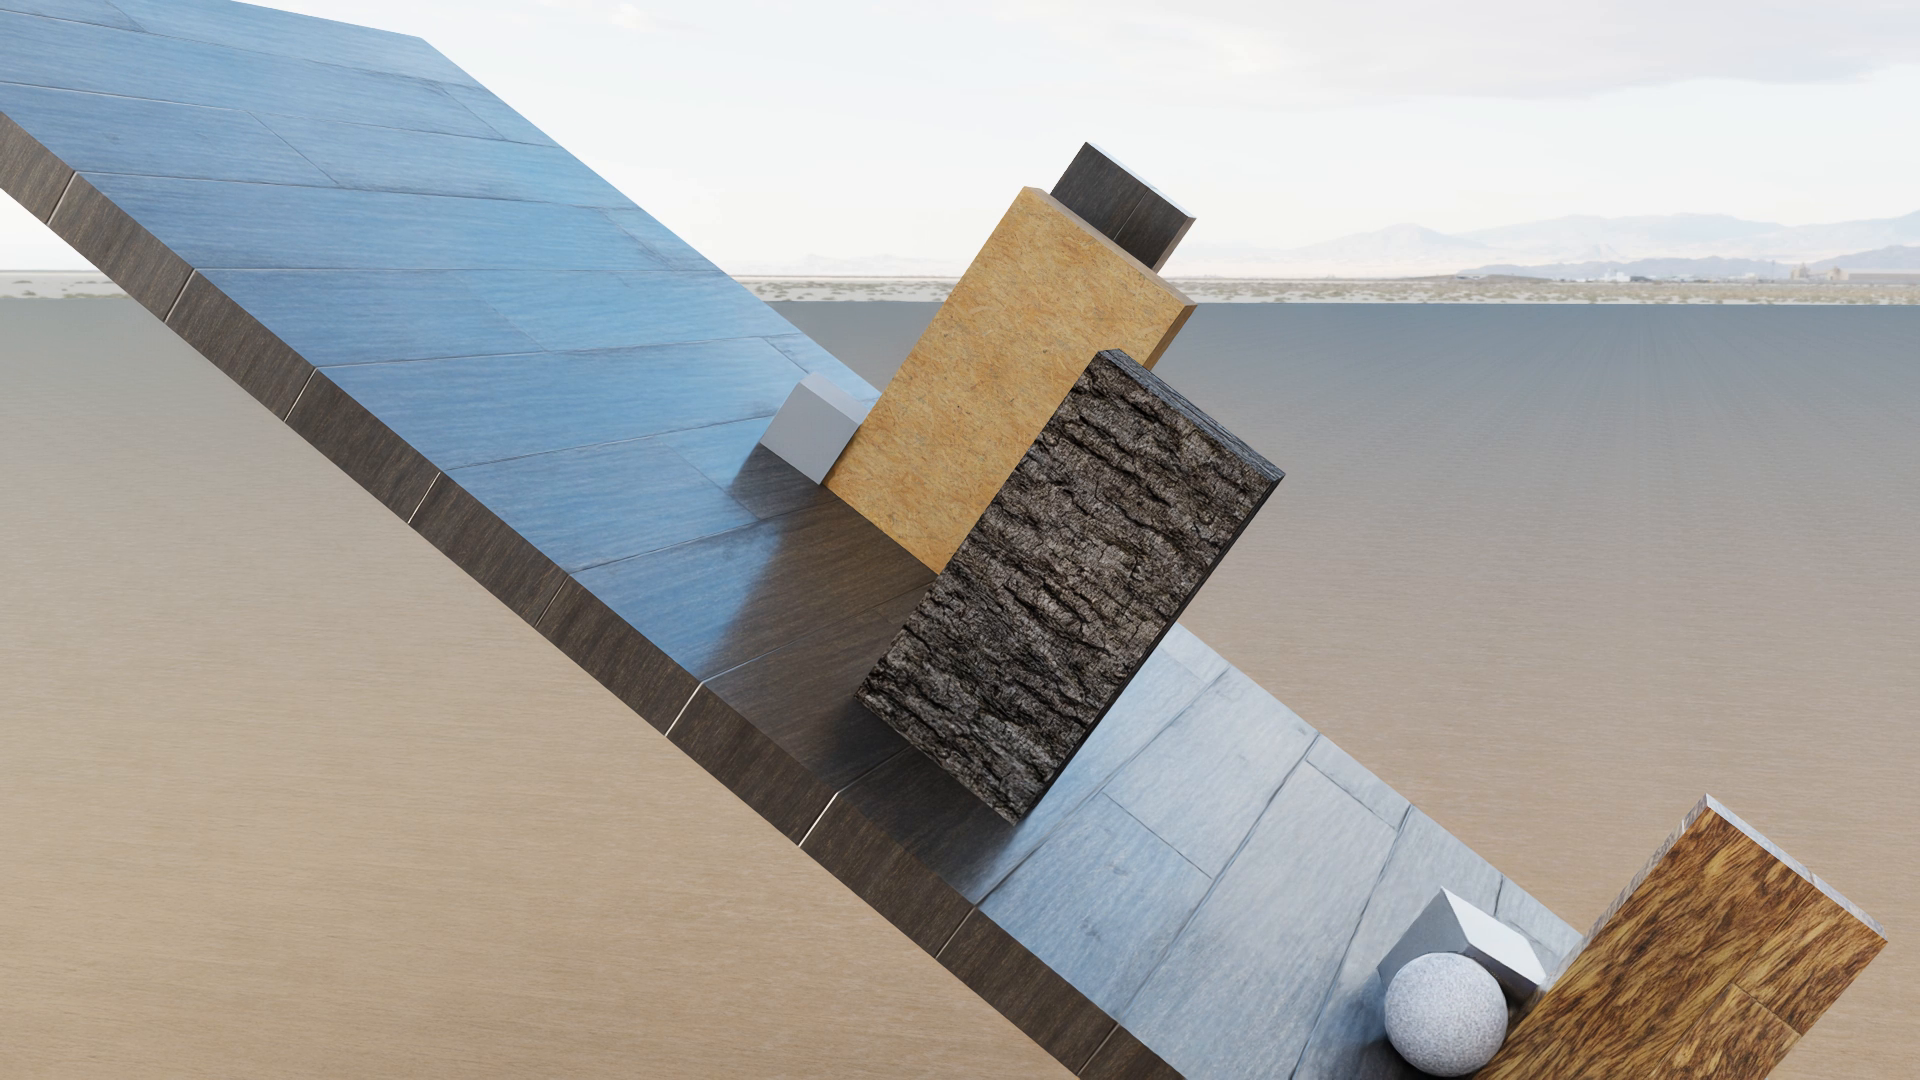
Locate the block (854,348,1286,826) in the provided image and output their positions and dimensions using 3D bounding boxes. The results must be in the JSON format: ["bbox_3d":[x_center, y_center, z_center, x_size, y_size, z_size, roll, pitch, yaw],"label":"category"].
[{"bbox_3d":[0.163,0.072,3.368,0.320,0.663,0.139,38,16,10],"label":"block"}]

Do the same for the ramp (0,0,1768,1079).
[{"bbox_3d":[-0.078,0.145,4.076,4.000,0.100,2.000,38,16,10],"label":"ramp"}]

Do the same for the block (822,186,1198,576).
[{"bbox_3d":[0.089,-0.275,4.182,0.375,0.692,0.125,38,16,10],"label":"block"}]

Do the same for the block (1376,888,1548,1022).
[{"bbox_3d":[0.853,0.746,3.714,0.186,0.186,0.186,32,16,-12],"label":"block"}]

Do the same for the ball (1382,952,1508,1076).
[{"bbox_3d":[0.773,0.755,3.505,0.195,0.195,0.195,0,7,0],"label":"ball"}]

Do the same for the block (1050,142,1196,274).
[{"bbox_3d":[0.153,-0.428,4.595,0.264,0.783,0.090,38,16,10],"label":"block"}]

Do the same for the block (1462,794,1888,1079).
[{"bbox_3d":[1.106,0.742,3.448,0.325,0.618,0.091,38,16,10],"label":"block"}]

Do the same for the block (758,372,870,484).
[{"bbox_3d":[-0.277,-0.219,4.278,0.143,0.143,0.143,36,15,1],"label":"block"}]
